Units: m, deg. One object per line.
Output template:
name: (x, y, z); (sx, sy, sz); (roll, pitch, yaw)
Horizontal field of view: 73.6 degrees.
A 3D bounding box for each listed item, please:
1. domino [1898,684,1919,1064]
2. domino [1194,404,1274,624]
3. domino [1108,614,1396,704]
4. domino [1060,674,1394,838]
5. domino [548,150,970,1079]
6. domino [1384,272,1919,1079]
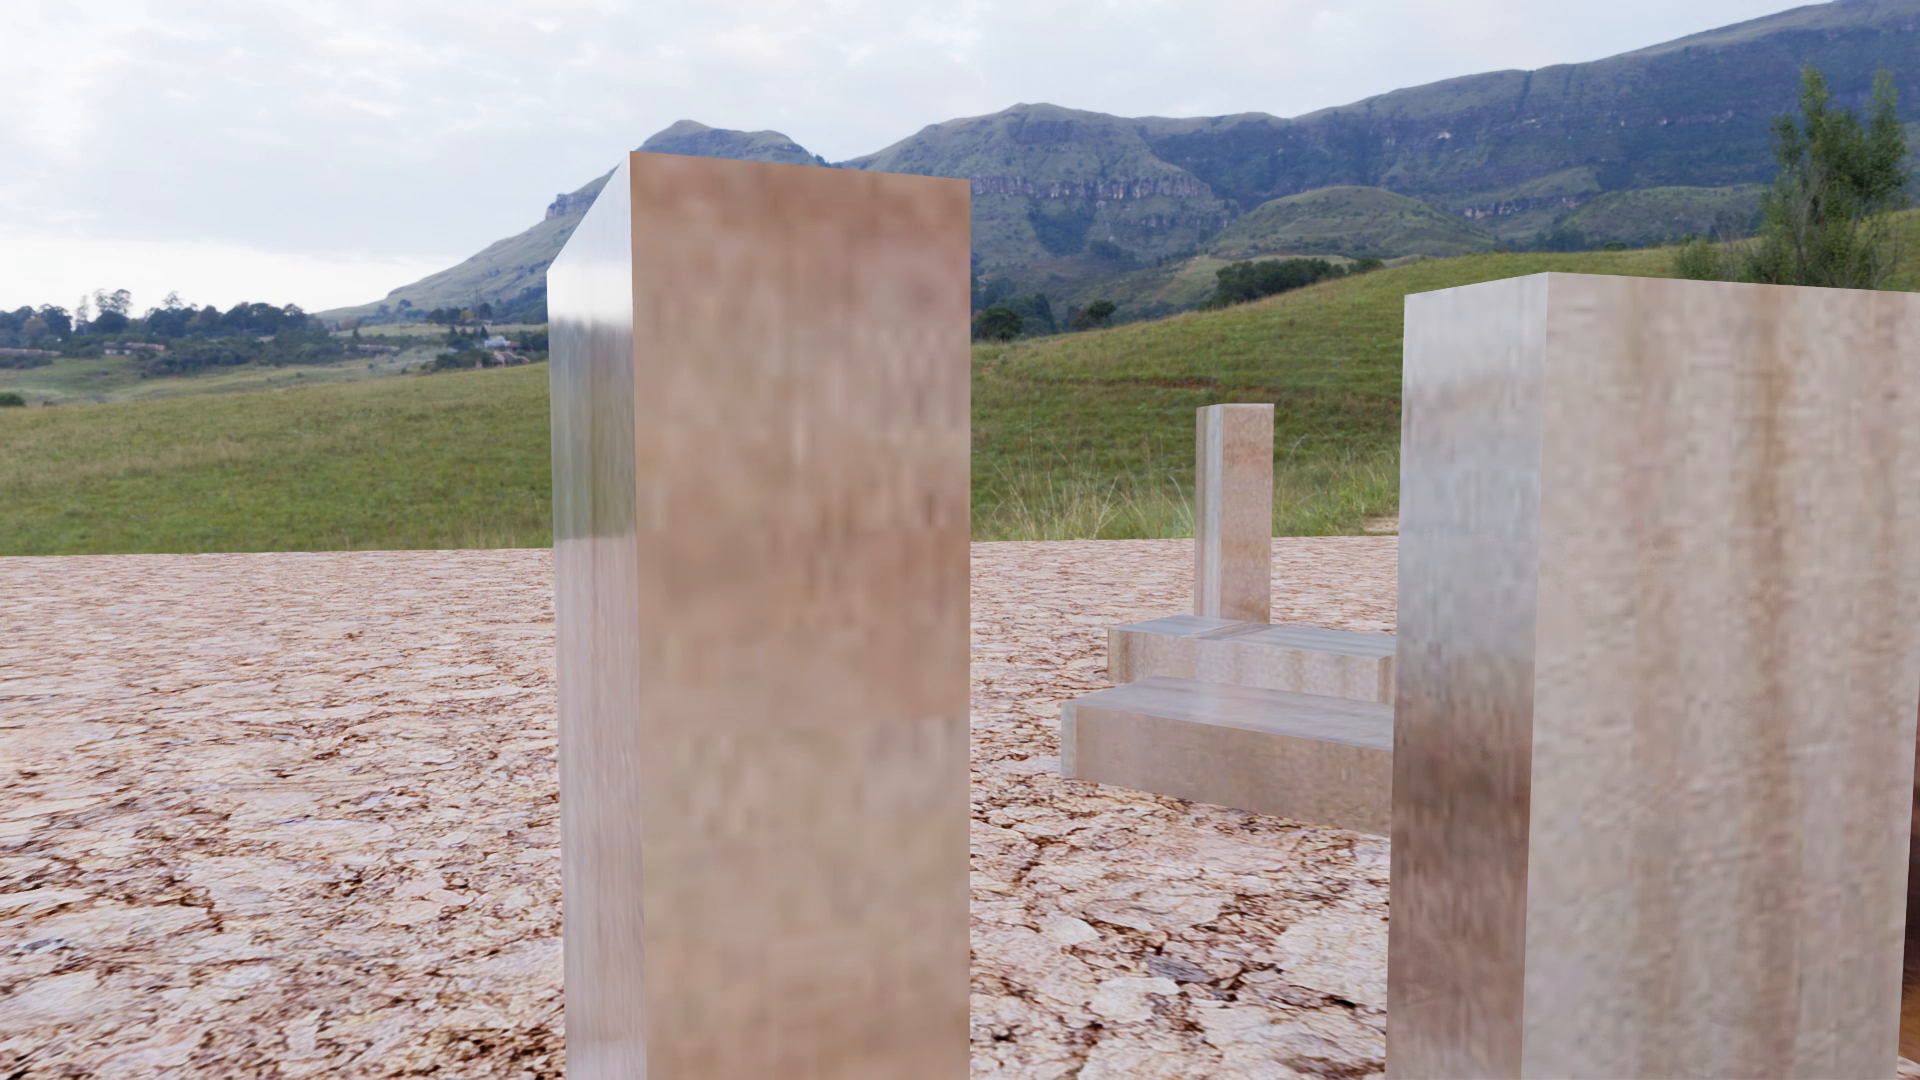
domino: (0.073, 0.011, 0.082); (0.009, 0.050, 0.025); (-2, 5, -22)
domino: (0.054, -0.002, 0.255); (0.010, 0.050, 0.025); (0, 4, -1)
domino: (0.054, 0.021, 0.223); (0.050, 0.010, 0.025); (4, 6, 41)
domino: (0.040, 0.026, 0.159); (0.050, 0.010, 0.025); (3, 5, 38)
domino: (-0.009, 0.014, 0.048); (0.010, 0.050, 0.025); (-2, 5, -22)
domino: (0.036, 0.013, 0.067); (0.025, 0.050, 0.009); (-2, 5, -20)
